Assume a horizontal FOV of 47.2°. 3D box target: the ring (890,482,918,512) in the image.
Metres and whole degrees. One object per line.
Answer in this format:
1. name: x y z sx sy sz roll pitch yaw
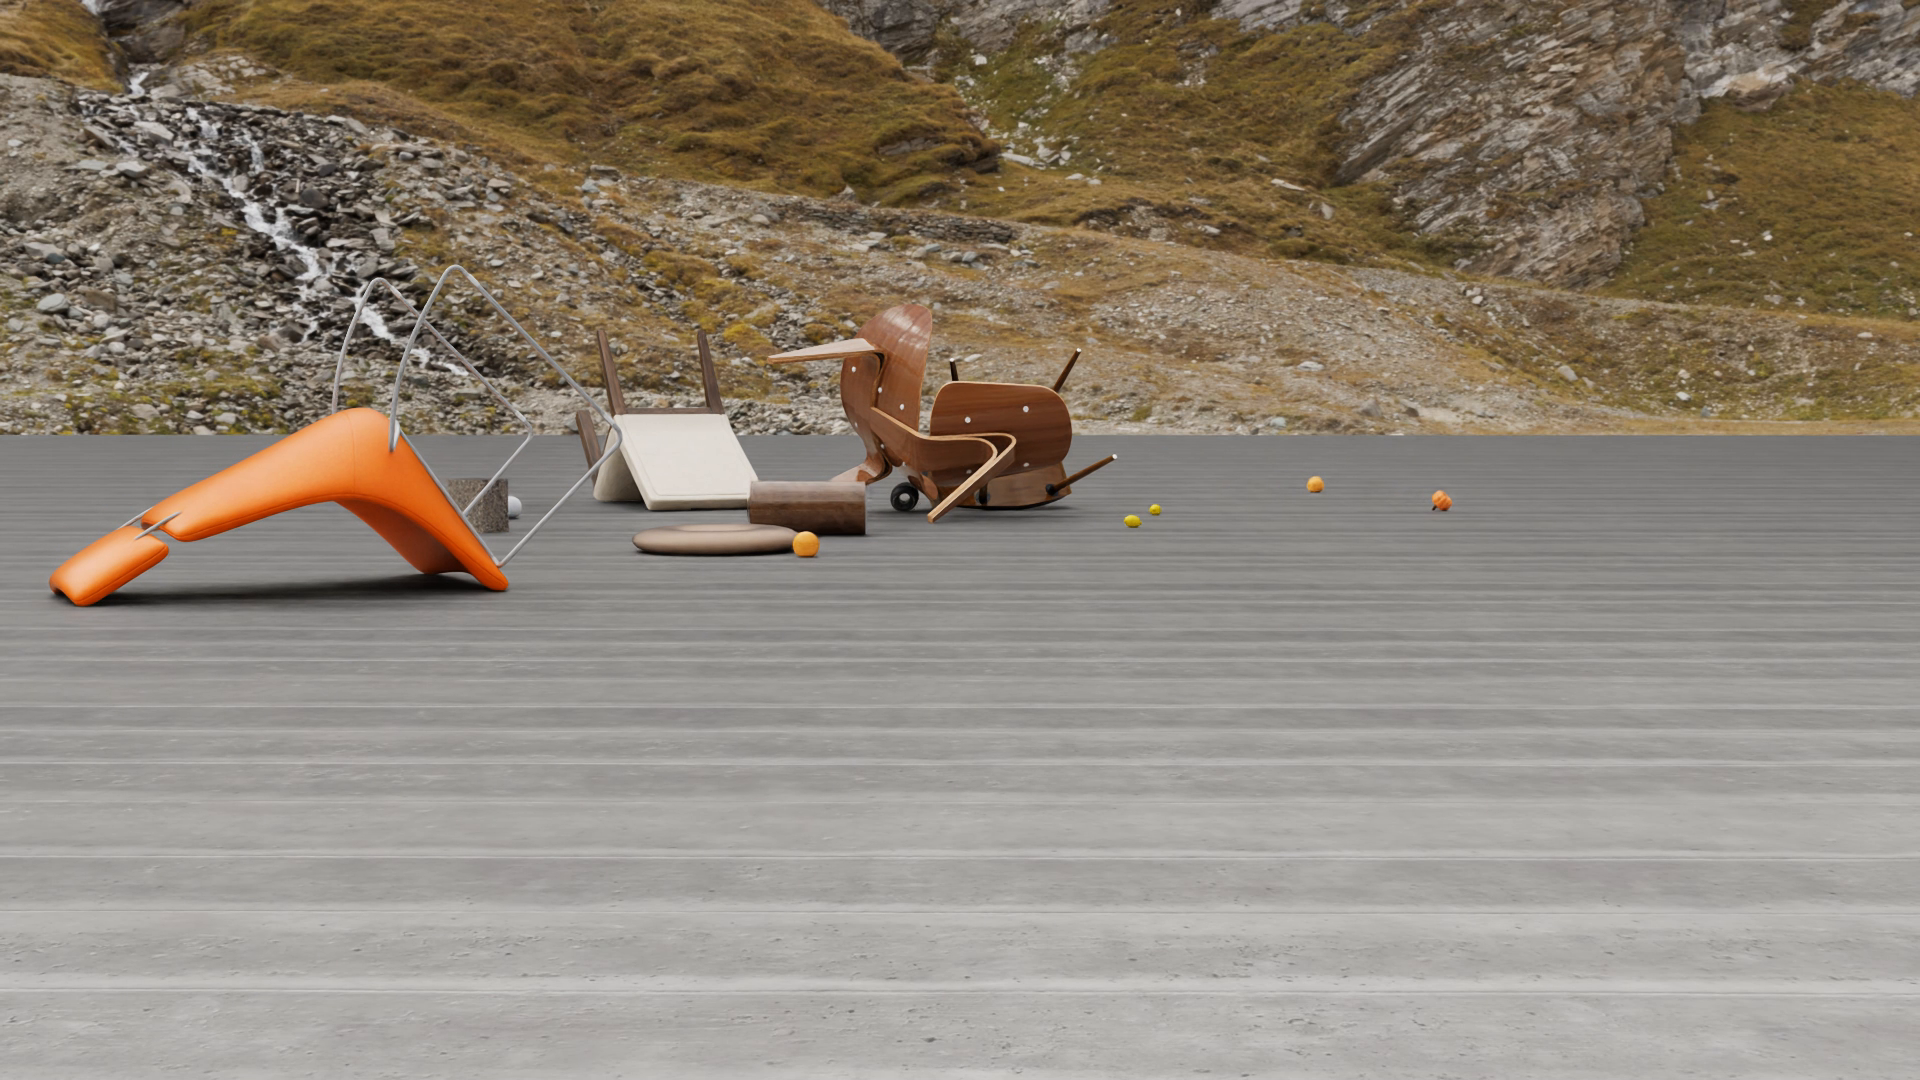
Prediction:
1. ring: -0.204 -0.158 8.091 0.102 0.111 0.082 42 15 -12

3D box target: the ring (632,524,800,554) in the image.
1. ring: -0.676 -0.002 6.108 0.466 0.066 0.436 -1 4 -5

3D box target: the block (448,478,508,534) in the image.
1. block: -1.520 -0.110 6.935 0.168 0.166 0.101 3 5 38

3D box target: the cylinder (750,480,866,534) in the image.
1. cylinder: -0.468 -0.100 6.774 0.352 0.167 0.170 0 15 -3
